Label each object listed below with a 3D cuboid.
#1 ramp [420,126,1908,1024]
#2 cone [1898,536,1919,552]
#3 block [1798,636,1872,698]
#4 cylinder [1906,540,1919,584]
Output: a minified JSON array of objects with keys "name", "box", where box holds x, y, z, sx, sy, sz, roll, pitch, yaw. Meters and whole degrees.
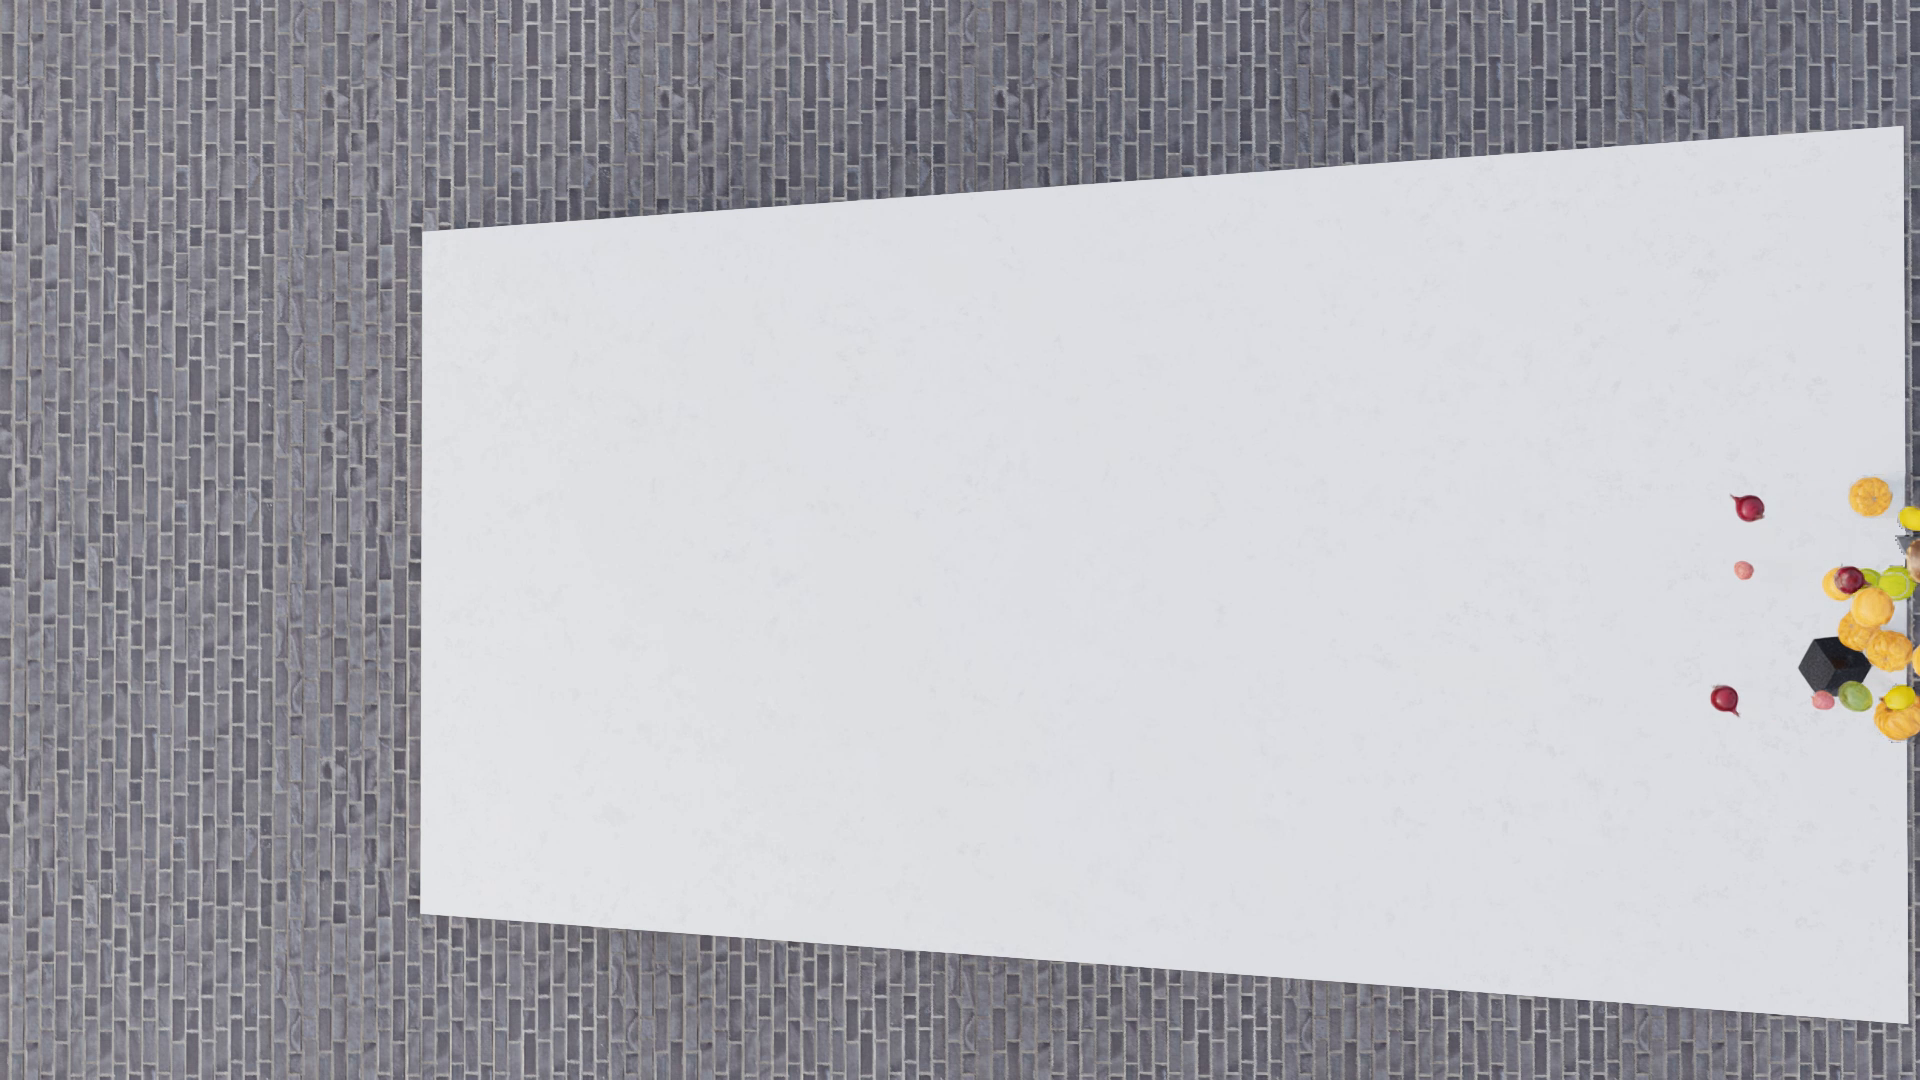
[{"name":"ramp","box":[0.283,0.085,5.721,4.000,0.100,2.000,0,89,23]},{"name":"cone","box":[2.024,0.007,4.640,0.064,0.064,0.064,-32,89,22]},{"name":"block","box":[1.928,0.279,4.847,0.093,0.093,0.093,-5,45,-15]},{"name":"cylinder","box":[1.713,0.036,3.847,0.079,0.079,0.079,3,86,-39]}]
